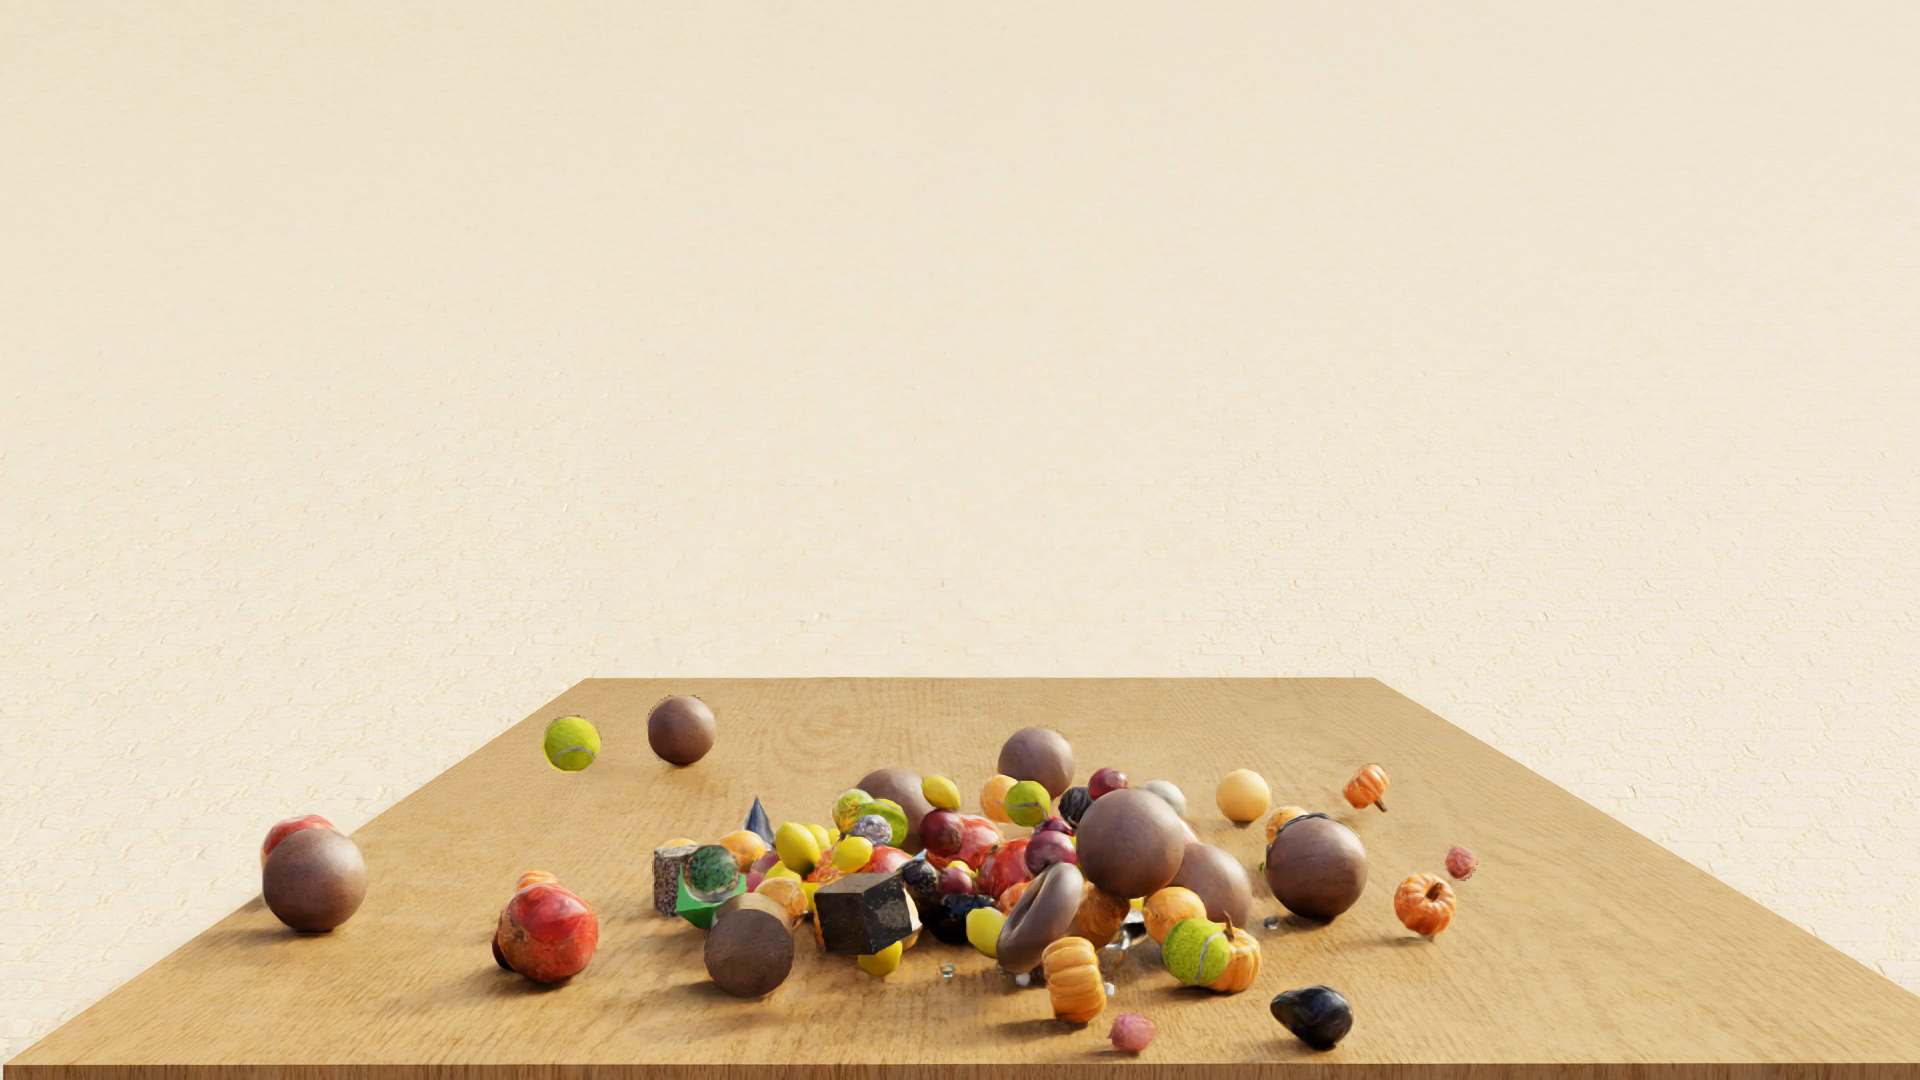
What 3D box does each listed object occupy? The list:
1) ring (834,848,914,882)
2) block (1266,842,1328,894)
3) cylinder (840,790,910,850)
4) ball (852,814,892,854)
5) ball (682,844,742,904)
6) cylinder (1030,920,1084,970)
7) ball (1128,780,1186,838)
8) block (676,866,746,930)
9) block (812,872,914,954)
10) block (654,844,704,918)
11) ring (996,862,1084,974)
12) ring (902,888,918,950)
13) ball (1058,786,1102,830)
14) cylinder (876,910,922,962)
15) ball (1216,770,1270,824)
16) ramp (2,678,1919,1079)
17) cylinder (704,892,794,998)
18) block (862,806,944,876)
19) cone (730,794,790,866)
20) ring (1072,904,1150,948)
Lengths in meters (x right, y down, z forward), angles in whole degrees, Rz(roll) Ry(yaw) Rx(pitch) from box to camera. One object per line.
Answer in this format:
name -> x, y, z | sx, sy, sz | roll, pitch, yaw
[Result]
ring -> -0.120, 0.454, 3.570 | 0.112, 0.037, 0.112 | 2, 7, 0
block -> 0.459, 0.446, 3.510 | 0.058, 0.058, 0.058 | -1, 3, -31
cylinder -> -0.125, 0.420, 3.840 | 0.085, 0.085, 0.085 | 9, 5, 20
ball -> -0.110, 0.369, 3.233 | 0.050, 0.050, 0.050 | 0, 23, 0
ball -> -0.294, 0.394, 3.039 | 0.070, 0.070, 0.070 | 0, 23, 0
cylinder -> 0.099, 0.467, 2.983 | 0.062, 0.062, 0.062 | 23, 9, 42
ball -> 0.303, 0.413, 3.949 | 0.090, 0.090, 0.090 | 0, 23, 0
block -> -0.303, 0.432, 3.137 | 0.061, 0.061, 0.061 | -11, 57, 21
block -> -0.105, 0.407, 2.807 | 0.069, 0.069, 0.069 | -6, 10, 40
block -> -0.353, 0.443, 3.352 | 0.079, 0.079, 0.079 | -1, 2, -18
ring -> 0.088, 0.413, 2.817 | 0.046, 0.137, 0.137 | 35, 25, -4
ring -> -0.082, 0.449, 3.083 | 0.031, 0.092, 0.092 | -19, 30, -35
ball -> 0.189, 0.420, 4.033 | 0.068, 0.068, 0.068 | 0, 23, 0
cylinder -> -0.089, 0.449, 3.017 | 0.065, 0.065, 0.065 | 48, 41, 13
ball -> 0.451, 0.408, 4.097 | 0.086, 0.086, 0.086 | 0, 23, 0
ramp -> 0.053, 0.483, 4.539 | 2.000, 0.100, 4.000 | 0, 2, 0
cylinder -> -0.236, 0.453, 2.884 | 0.099, 0.099, 0.099 | -2, 3, -4
block -> -0.082, 0.428, 3.665 | 0.084, 0.084, 0.084 | 1, 3, 31
cone -> -0.295, 0.418, 3.743 | 0.097, 0.097, 0.097 | 0, 2, 0
ring -> 0.177, 0.472, 3.145 | 0.111, 0.037, 0.111 | -1, 7, 0
